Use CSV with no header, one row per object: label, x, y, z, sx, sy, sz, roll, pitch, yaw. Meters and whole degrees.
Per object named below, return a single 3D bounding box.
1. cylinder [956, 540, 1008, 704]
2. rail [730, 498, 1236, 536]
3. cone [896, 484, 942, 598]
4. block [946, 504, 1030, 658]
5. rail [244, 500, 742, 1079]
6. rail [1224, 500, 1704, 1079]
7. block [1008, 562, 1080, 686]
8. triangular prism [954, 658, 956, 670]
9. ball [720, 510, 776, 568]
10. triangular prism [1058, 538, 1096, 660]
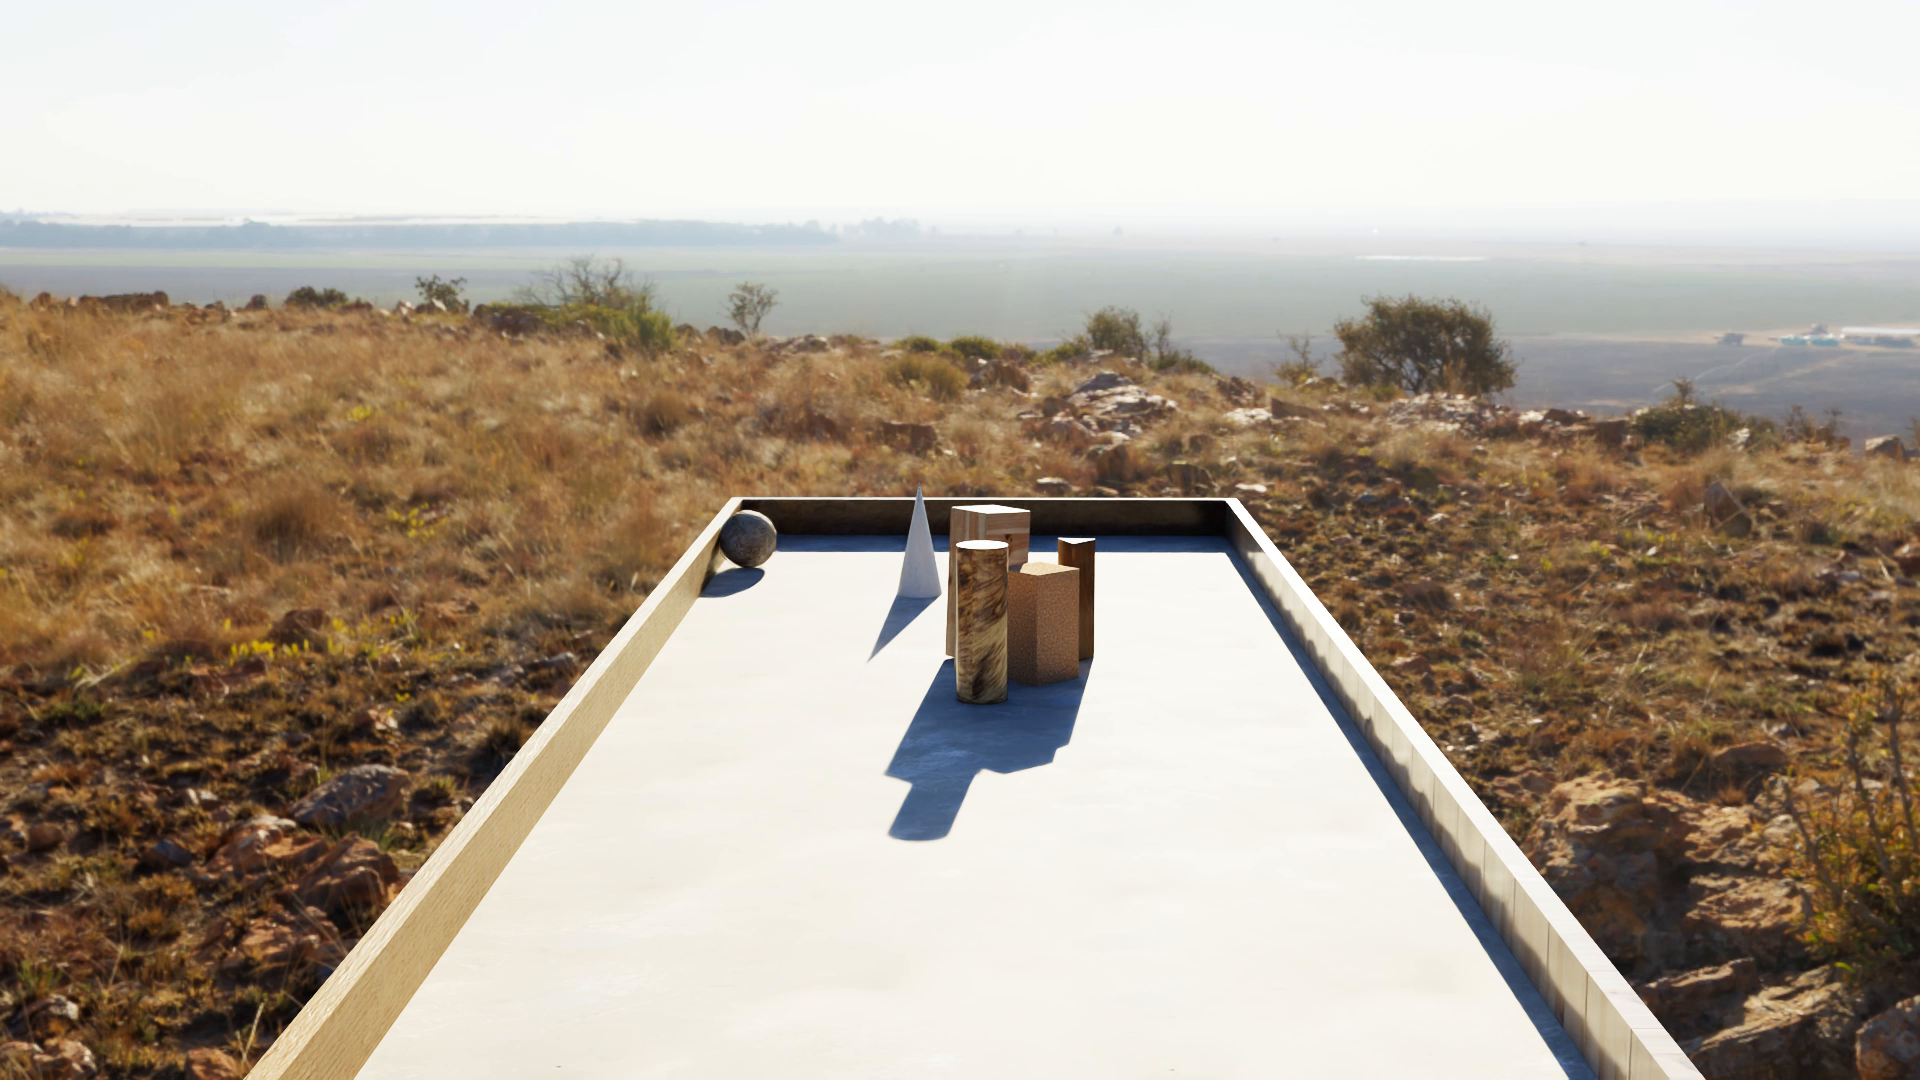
cylinder,0.062,0.230,6.152,0.144,0.440,0.144,0,9,0
rail,0.099,-0.098,9.147,2.100,0.150,0.050,0,9,1
cone,-0.143,-0.008,7.780,0.164,0.401,0.164,0,9,0
block,0.084,0.132,6.691,0.171,0.456,0.171,-4,9,-40
rail,-1.004,0.839,3.234,0.050,0.150,12.000,0,9,1
rail,1.046,0.843,3.208,0.050,0.150,12.000,0,9,1
block,0.228,0.244,6.430,0.170,0.326,0.170,-8,12,-41
triangular prism,0.049,0.226,6.542,0.089,0.323,0.078,7,9,17
ball,-0.804,-0.004,8.342,0.217,0.217,0.217,0,9,0
triangular prism,0.338,0.180,6.707,0.097,0.366,0.112,7,12,38
